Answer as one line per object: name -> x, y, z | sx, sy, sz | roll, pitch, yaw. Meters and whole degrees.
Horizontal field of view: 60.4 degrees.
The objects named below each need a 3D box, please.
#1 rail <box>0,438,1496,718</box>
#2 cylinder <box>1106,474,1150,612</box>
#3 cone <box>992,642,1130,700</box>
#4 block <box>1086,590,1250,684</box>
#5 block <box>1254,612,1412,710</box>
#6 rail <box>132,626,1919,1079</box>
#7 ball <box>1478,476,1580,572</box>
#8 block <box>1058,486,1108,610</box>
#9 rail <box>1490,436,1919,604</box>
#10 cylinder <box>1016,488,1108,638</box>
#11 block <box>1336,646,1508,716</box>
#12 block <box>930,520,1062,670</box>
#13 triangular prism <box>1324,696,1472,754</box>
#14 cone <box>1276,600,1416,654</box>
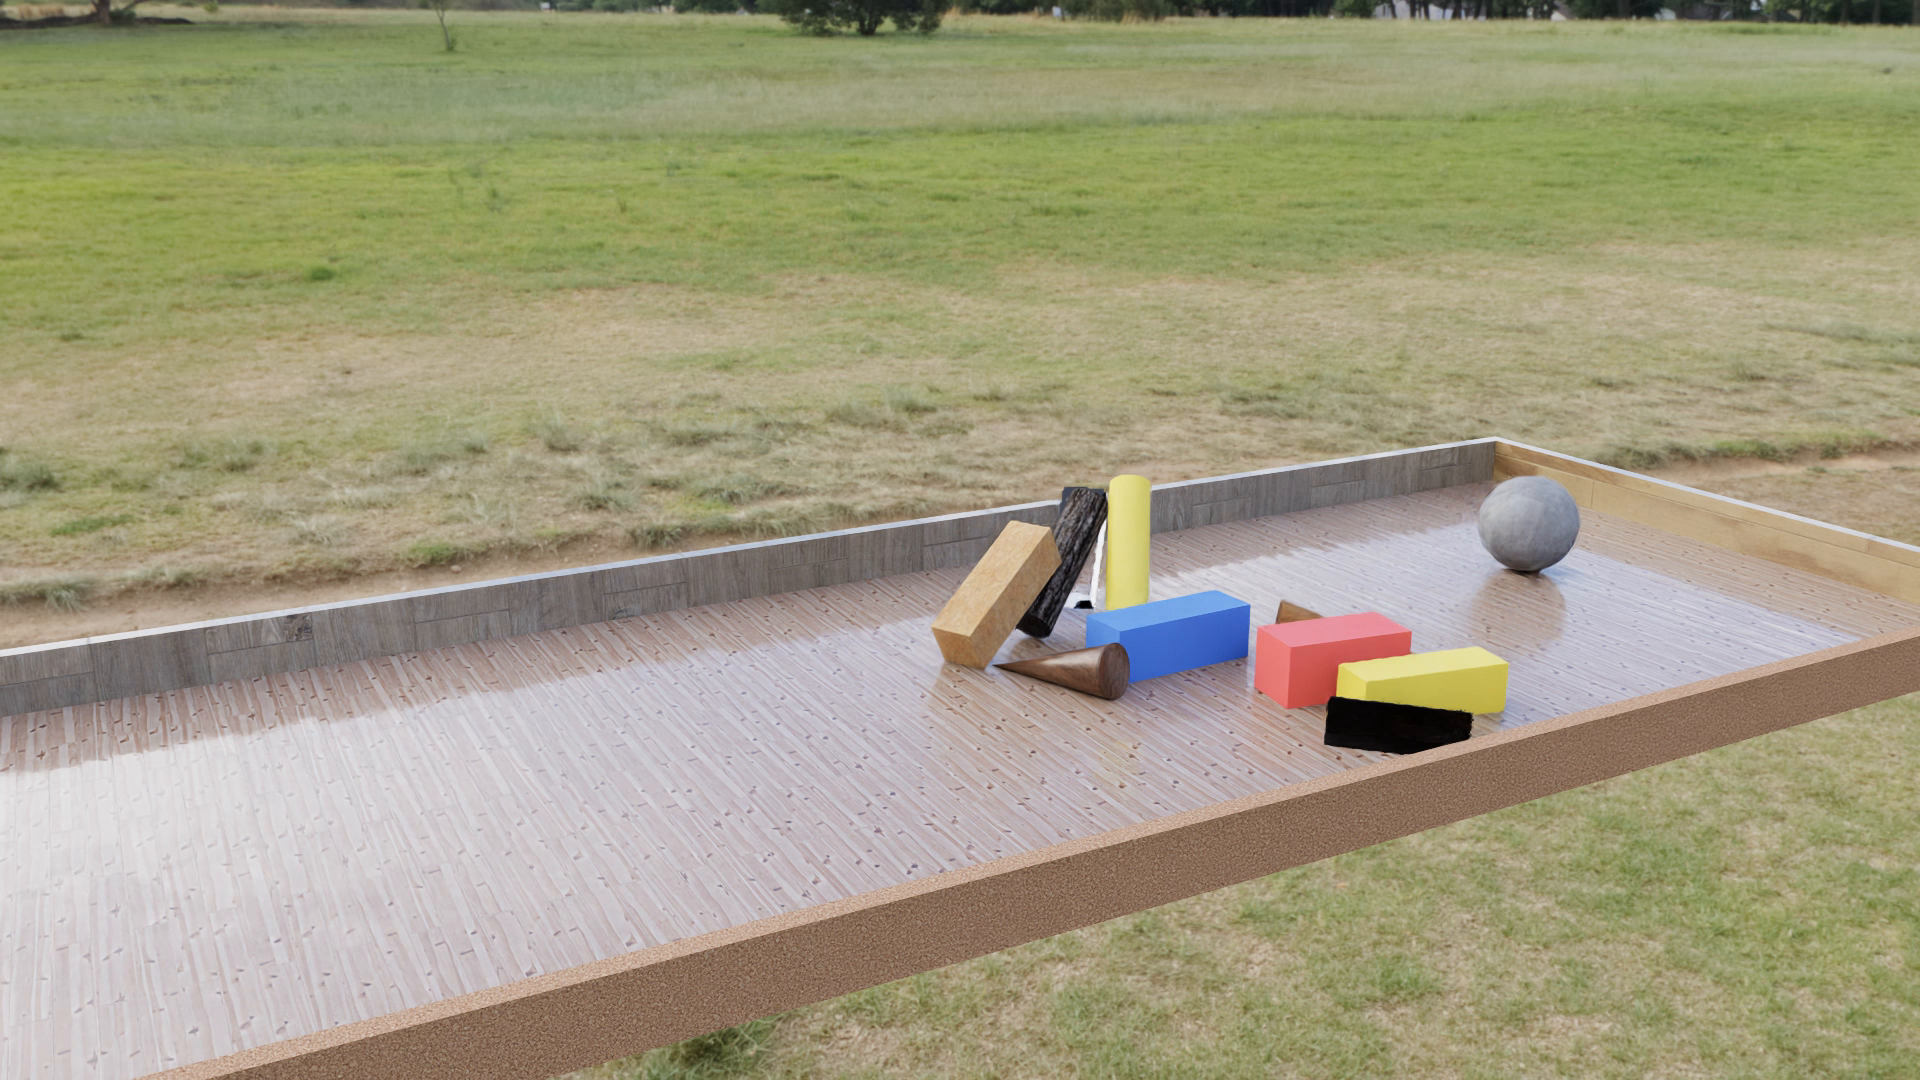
rail -> -3.305, 0.497, 3.399 | 12.000, 0.150, 0.050 | -9, 18, -27
cylinder -> 0.460, 0.043, 4.506 | 0.116, 0.116, 0.446 | 4, 62, 2
cone -> 0.228, 0.322, 4.139 | 0.378, 0.140, 0.140 | -1, 13, 38
block -> 0.538, 0.248, 4.257 | 0.416, 0.143, 0.143 | -9, 19, -29
block -> 0.919, 0.294, 4.072 | 0.338, 0.159, 0.159 | -6, 17, -19
rail -> -2.336, 1.006, 1.665 | 12.000, 0.150, 0.050 | -9, 18, -27
ball -> 1.725, -0.050, 5.009 | 0.292, 0.292, 0.292 | 0, 16, 0
block -> 0.338, 0.021, 4.706 | 0.117, 0.326, 0.117 | 4, -23, 14
rail -> 2.466, -0.048, 5.253 | 0.050, 0.150, 2.100 | -9, 18, -27
cylinder -> 0.277, 0.061, 4.521 | 0.117, 0.117, 0.434 | 9, 55, 29
block -> 1.103, 0.352, 3.938 | 0.388, 0.123, 0.123 | -5, 17, -18
block -> 0.099, 0.140, 4.326 | 0.126, 0.126, 0.411 | 12, 50, 35
triangular prism -> 0.997, 0.419, 3.749 | 0.315, 0.096, 0.111 | 5, 17, 18
cone -> 1.032, 0.267, 4.323 | 0.405, 0.138, 0.138 | 12, 18, 7
